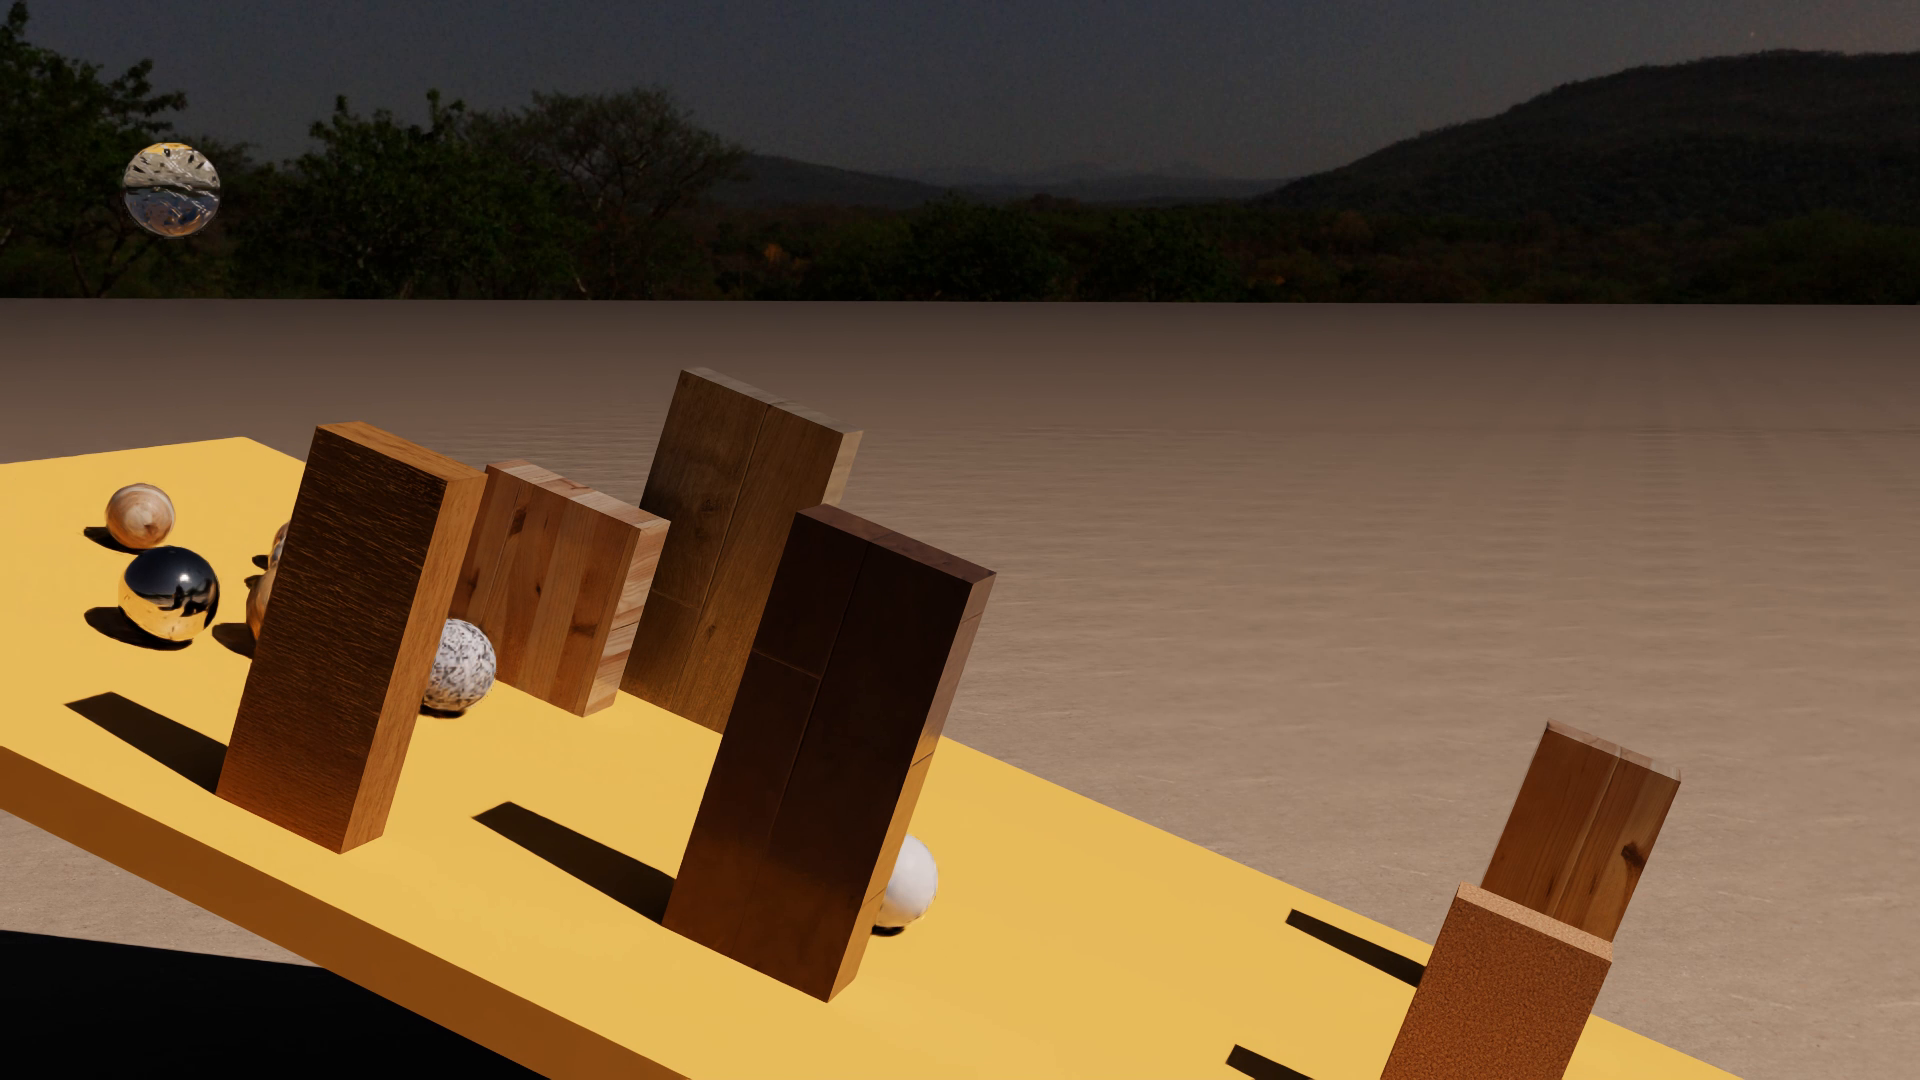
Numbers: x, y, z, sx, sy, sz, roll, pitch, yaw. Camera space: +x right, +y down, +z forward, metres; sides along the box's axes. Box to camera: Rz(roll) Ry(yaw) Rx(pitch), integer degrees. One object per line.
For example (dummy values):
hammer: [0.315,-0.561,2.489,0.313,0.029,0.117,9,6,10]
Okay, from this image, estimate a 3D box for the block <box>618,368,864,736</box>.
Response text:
block: [-0.503,0.030,4.675,0.381,0.700,0.121,22,12,14]

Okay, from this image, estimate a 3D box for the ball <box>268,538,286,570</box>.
ball: [-1.372,0.054,4.580,0.134,0.134,0.134,0,7,0]

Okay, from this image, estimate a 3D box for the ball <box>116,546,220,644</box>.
ball: [-1.478,0.101,4.111,0.183,0.183,0.183,0,7,0]

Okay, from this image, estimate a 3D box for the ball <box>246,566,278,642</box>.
ball: [-1.280,0.136,4.244,0.189,0.189,0.189,0,7,0]

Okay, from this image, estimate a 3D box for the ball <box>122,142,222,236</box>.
ball: [-1.626,-0.724,4.537,0.193,0.193,0.193,0,7,0]

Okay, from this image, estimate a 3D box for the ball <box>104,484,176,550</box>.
ball: [-1.696,-0.049,4.549,0.138,0.138,0.138,0,7,0]

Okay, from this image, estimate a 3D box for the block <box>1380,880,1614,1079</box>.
block: [0.895,0.853,3.751,0.269,0.460,0.106,22,12,14]

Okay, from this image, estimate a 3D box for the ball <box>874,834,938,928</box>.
ball: [-0.125,0.609,3.952,0.174,0.174,0.174,0,7,0]

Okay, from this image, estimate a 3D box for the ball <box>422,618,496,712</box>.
ball: [-0.988,0.241,4.248,0.180,0.180,0.180,0,7,0]

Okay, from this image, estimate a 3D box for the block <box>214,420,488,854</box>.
block: [-0.980,0.155,3.536,0.243,0.642,0.126,22,12,14]

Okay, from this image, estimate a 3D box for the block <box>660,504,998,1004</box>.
block: [-0.219,0.347,3.606,0.312,0.743,0.135,22,12,14]

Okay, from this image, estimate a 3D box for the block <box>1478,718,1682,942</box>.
block: [1.225,0.708,4.516,0.278,0.616,0.113,22,12,14]

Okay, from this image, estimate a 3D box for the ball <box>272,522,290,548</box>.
ball: [-1.414,0.015,4.726,0.123,0.123,0.123,0,7,0]

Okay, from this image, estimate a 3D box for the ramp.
ramp: [-0.339,0.624,4.214,4.000,0.100,2.000,22,12,14]

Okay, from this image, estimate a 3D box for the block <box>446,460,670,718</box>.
block: [-0.845,0.096,4.541,0.363,0.416,0.141,22,12,14]
